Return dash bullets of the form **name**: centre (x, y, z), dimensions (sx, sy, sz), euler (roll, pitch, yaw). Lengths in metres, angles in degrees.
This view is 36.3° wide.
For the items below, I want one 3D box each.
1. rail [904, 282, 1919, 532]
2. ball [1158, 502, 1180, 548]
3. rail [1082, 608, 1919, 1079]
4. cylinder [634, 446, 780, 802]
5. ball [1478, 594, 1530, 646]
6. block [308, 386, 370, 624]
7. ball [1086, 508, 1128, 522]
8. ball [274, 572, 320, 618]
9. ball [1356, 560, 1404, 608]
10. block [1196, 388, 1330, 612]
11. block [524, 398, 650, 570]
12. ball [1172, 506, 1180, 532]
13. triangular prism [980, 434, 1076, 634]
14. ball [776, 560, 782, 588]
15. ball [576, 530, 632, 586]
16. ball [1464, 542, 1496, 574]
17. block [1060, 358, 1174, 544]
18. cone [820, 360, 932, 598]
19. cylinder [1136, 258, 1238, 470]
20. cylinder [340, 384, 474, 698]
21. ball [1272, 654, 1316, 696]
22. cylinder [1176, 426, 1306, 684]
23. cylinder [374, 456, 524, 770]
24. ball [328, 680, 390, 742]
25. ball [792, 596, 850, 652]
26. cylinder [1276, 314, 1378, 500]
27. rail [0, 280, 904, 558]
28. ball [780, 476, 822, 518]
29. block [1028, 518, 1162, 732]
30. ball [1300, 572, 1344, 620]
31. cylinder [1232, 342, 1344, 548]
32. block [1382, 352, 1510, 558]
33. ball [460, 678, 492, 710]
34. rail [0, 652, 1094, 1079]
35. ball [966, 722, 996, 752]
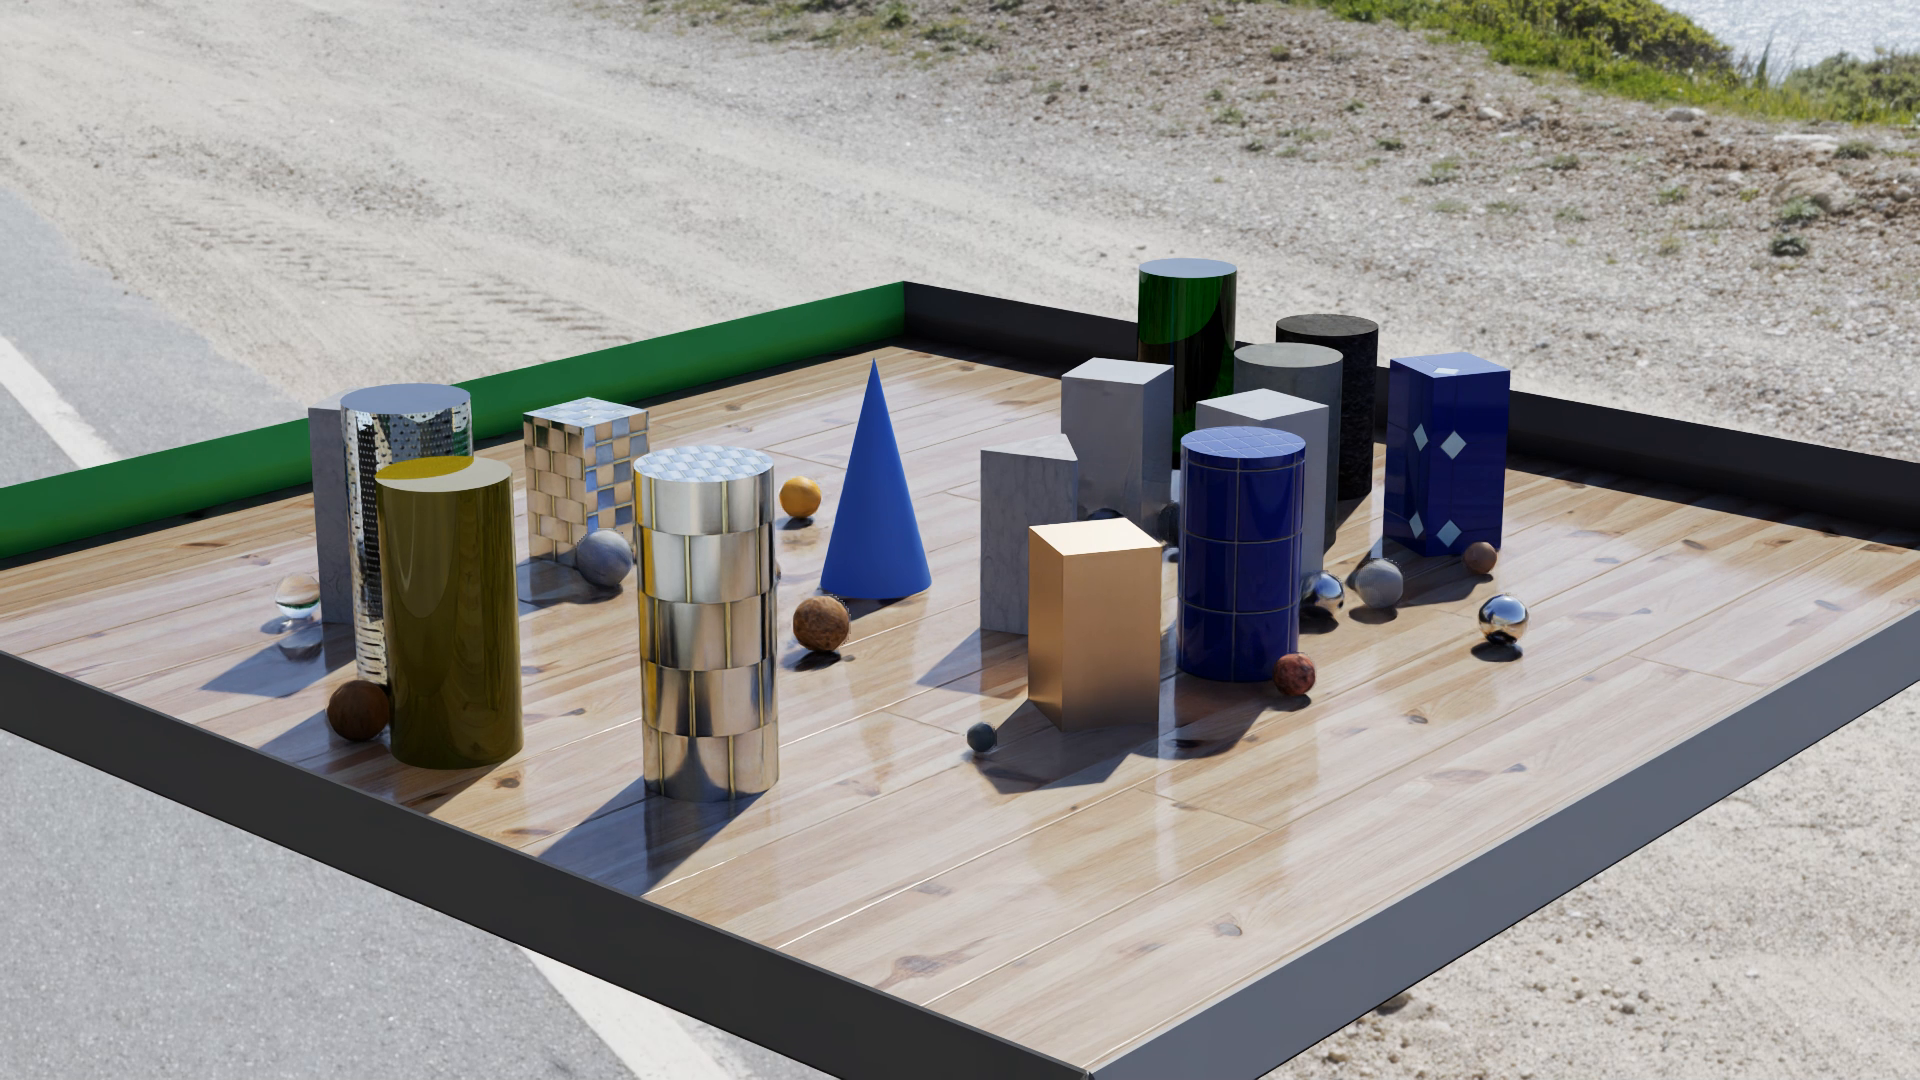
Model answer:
- **rail**: centre (0.950, -0.283, 6.167), dimensions (2.920, 0.129, 0.045), euler (14, 22, 39)
- **ball**: centre (0.406, -0.028, 5.401), dimensions (0.085, 0.085, 0.085), euler (0, 17, 0)
- **rail**: centre (1.084, 0.304, 4.218), dimensions (0.045, 0.129, 2.946), euler (14, 22, 39)
- **cylinder**: centre (-0.364, 0.119, 4.232), dimensions (0.199, 0.477, 0.199), euler (0, 17, 0)
- **ball**: centre (0.902, 0.133, 4.866), dimensions (0.085, 0.085, 0.085), euler (0, 17, 0)
- **block**: centre (-0.988, -0.057, 4.992), dimensions (0.159, 0.375, 0.159), euler (5, 17, 16)
- **ball**: centre (0.267, -0.015, 5.314), dimensions (0.087, 0.087, 0.087), euler (0, 17, 0)
- **ball**: centre (-1.130, 0.095, 5.003), dimensions (0.079, 0.079, 0.079), euler (0, 17, 0)
- **ball**: centre (0.724, 0.076, 5.058), dimensions (0.083, 0.083, 0.083), euler (0, 17, 0)
- **block**: centre (0.513, -0.059, 5.029), dimensions (0.159, 0.359, 0.159), euler (-13, 21, -36)
- **block**: centre (-0.674, -0.101, 5.322), dimensions (0.159, 0.270, 0.159), euler (14, 21, 38)
- **ball**: centre (0.424, -0.036, 5.471), dimensions (0.060, 0.060, 0.060), euler (0, 17, 0)
- **triangular prism**: centre (0.143, -0.011, 4.950), dimensions (0.172, 0.312, 0.149), euler (8, 18, 24)
- **ball**: centre (-0.353, 0.059, 5.110), dimensions (0.085, 0.085, 0.085), euler (0, 17, 0)
- **ball**: centre (-0.627, 0.033, 5.173), dimensions (0.099, 0.099, 0.099), euler (0, 17, 0)
- **ball**: centre (0.930, 0.032, 5.246), dimensions (0.060, 0.060, 0.060), euler (0, 17, 0)
- **block**: centre (0.289, -0.154, 5.403), dimensions (0.159, 0.325, 0.159), euler (7, 18, 23)
- **cone**: centre (-0.149, -0.122, 5.149), dimensions (0.199, 0.411, 0.199), euler (0, 17, 0)
- **cylinder**: centre (0.459, -0.359, 5.962), dimensions (0.199, 0.395, 0.199), euler (0, 17, 0)
- **cylinder**: centre (-0.855, 0.010, 4.593), dimensions (0.199, 0.478, 0.199), euler (0, 17, 0)
- **ball**: centre (0.528, 0.213, 4.629), dimensions (0.069, 0.069, 0.069), euler (0, 17, 0)
- **cylinder**: centre (0.452, 0.022, 4.734), dimensions (0.199, 0.374, 0.199), euler (0, 17, 0)
- **cylinder**: centre (-0.757, 0.107, 4.361), dimensions (0.199, 0.426, 0.199), euler (0, 17, 0)
- **ball**: centre (-0.910, 0.258, 4.437), dimensions (0.093, 0.093, 0.093), euler (0, 17, 0)
- **ball**: centre (-0.229, 0.138, 4.832), dimensions (0.094, 0.094, 0.094), euler (0, 17, 0)
- **cylinder**: centre (0.715, -0.262, 5.753), dimensions (0.199, 0.329, 0.199), euler (0, 17, 0)
- **rail**: centre (-1.084, -0.239, 6.021), dimensions (0.045, 0.129, 2.946), euler (14, 22, 39)
- **ball**: centre (-0.304, -0.081, 5.585), dimensions (0.080, 0.080, 0.080), euler (0, 17, 0)
- **block**: centre (0.207, 0.130, 4.534), dimensions (0.159, 0.283, 0.159), euler (-5, 18, -17)
- **ball**: centre (0.615, 0.095, 5.000), dimensions (0.080, 0.080, 0.080), euler (0, 17, 0)
- **cylinder**: centre (0.601, -0.172, 5.418), dimensions (0.199, 0.350, 0.199), euler (0, 17, 0)
- **block**: centre (0.894, -0.159, 5.398), dimensions (0.159, 0.337, 0.159), euler (-6, 18, -20)
- **ball**: centre (-0.754, 0.240, 4.569), dimensions (0.051, 0.051, 0.051), euler (0, 17, 0)
- **rail**: centre (-0.950, 0.348, 4.072), dimensions (2.920, 0.129, 0.045), euler (14, 22, 39)
- **ball**: centre (0.031, 0.296, 4.396), dimensions (0.044, 0.044, 0.044), euler (0, 17, 0)
